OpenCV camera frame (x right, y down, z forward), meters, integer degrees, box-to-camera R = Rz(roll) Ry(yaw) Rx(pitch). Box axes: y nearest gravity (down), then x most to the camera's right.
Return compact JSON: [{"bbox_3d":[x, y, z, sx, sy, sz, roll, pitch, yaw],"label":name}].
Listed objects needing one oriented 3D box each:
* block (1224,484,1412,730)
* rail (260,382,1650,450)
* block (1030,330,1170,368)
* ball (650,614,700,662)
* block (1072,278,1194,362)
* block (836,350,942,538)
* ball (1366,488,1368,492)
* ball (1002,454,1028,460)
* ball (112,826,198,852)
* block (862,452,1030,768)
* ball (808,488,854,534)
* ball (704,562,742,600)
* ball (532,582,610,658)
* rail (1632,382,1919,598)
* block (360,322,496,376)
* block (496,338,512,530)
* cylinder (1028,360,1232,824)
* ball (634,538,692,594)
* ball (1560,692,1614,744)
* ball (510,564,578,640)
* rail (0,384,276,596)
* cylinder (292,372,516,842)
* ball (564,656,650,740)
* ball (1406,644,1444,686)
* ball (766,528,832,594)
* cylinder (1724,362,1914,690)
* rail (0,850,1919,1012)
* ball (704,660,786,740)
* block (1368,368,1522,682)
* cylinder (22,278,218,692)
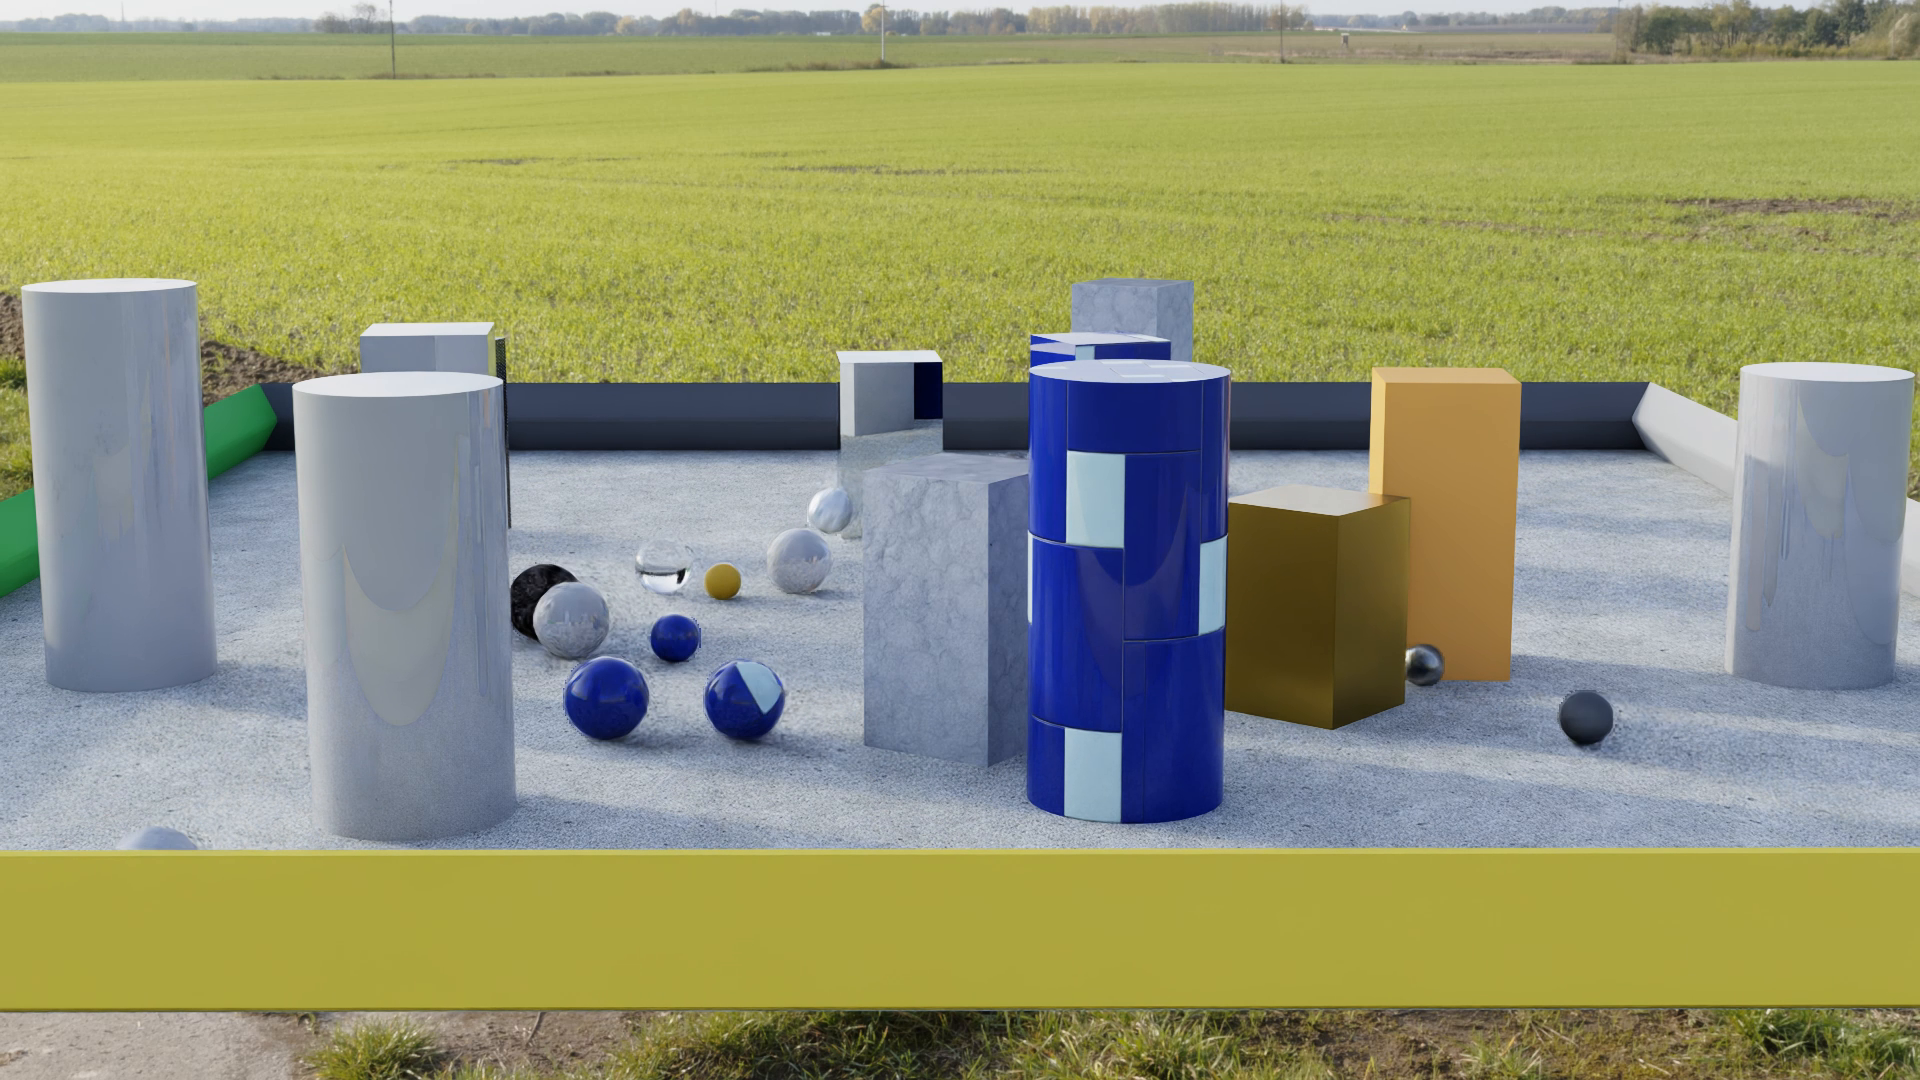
[{"bbox_3d":[0.403,0.072,2.934,0.158,0.241,0.158,9,14,39],"label":"block"},{"bbox_3d":[-0.008,-0.233,4.885,2.660,0.128,0.045,0,10,0],"label":"rail"},{"bbox_3d":[0.212,-0.149,3.913,0.158,0.320,0.158,-4,11,-23],"label":"block"},{"bbox_3d":[-0.352,0.121,3.165,0.061,0.061,0.061,0,10,0],"label":"ball"},{"bbox_3d":[0.297,-0.265,4.428,0.158,0.360,0.158,5,12,27],"label":"block"},{"bbox_3d":[-0.112,-0.153,4.057,0.158,0.275,0.158,-1,11,-5],"label":"block"},{"bbox_3d":[0.694,-0.069,4.169,0.070,0.070,0.070,0,10,0],"label":"ball"},{"bbox_3d":[0.088,-0.095,4.243,0.093,0.093,0.093,0,10,0],"label":"ball"},{"bbox_3d":[-0.693,0.288,2.206,0.082,0.082,0.082,0,10,0],"label":"ball"},{"bbox_3d":[0.006,0.071,2.775,0.158,0.302,0.158,7,12,32],"label":"block"},{"bbox_3d":[-0.199,-0.044,3.953,0.070,0.070,0.070,0,10,0],"label":"ball"},{"bbox_3d":[-0.327,0.056,3.540,0.052,0.052,0.052,0,10,0],"label":"ball"},{"bbox_3d":[-0.483,0.099,3.190,0.095,0.095,0.095,0,10,0],"label":"ball"},{"bbox_3d":[1.306,0.032,3.456,0.045,0.128,2.968,0,10,0],"label":"rail"},{"bbox_3d":[-0.686,-0.081,3.350,0.158,0.390,0.158,-1,11,-7],"label":"block"},{"bbox_3d":[-0.814,-0.159,4.008,0.158,0.304,0.158,3,11,17],"label":"block"},{"bbox_3d":[0.166,0.046,2.553,0.198,0.431,0.198,0,10,0],"label":"cylinder"},{"bbox_3d":[-0.414,0.037,3.571,0.079,0.079,0.079,0,10,0],"label":"ball"},{"bbox_3d":[0.680,0.193,2.785,0.057,0.057,0.057,0,10,0],"label":"ball"},{"bbox_3d":[-0.530,0.080,3.281,0.099,0.099,0.099,0,10,0],"label":"ball"},{"bbox_3d":[-1.306,0.034,3.441,0.045,0.128,2.968,0,10,0],"label":"rail"},{"bbox_3d":[-0.538,0.059,2.497,0.198,0.425,0.198,0,10,0],"label":"cylinder"},{"bbox_3d":[-0.386,0.173,2.803,0.091,0.091,0.091,0,10,0],"label":"ball"},{"bbox_3d":[0.549,0.148,3.050,0.050,0.050,0.050,0,10,0],"label":"ball"},{"bbox_3d":[-0.225,0.029,3.580,0.092,0.092,0.092,0,10,0],"label":"ball"},{"bbox_3d":[1.033,-0.021,3.091,0.198,0.366,0.198,0,10,0],"label":"cylinder"},{"bbox_3d":[0.008,0.299,2.013,2.660,0.128,0.045,0,10,0],"label":"rail"},{"bbox_3d":[-0.235,0.174,2.803,0.088,0.088,0.088,0,10,0],"label":"ball"},{"bbox_3d":[0.584,-0.022,3.122,0.158,0.358,0.158,1,11,3],"label":"block"},{"bbox_3d":[-1.004,-0.070,3.071,0.198,0.470,0.198,0,10,0],"label":"cylinder"}]
